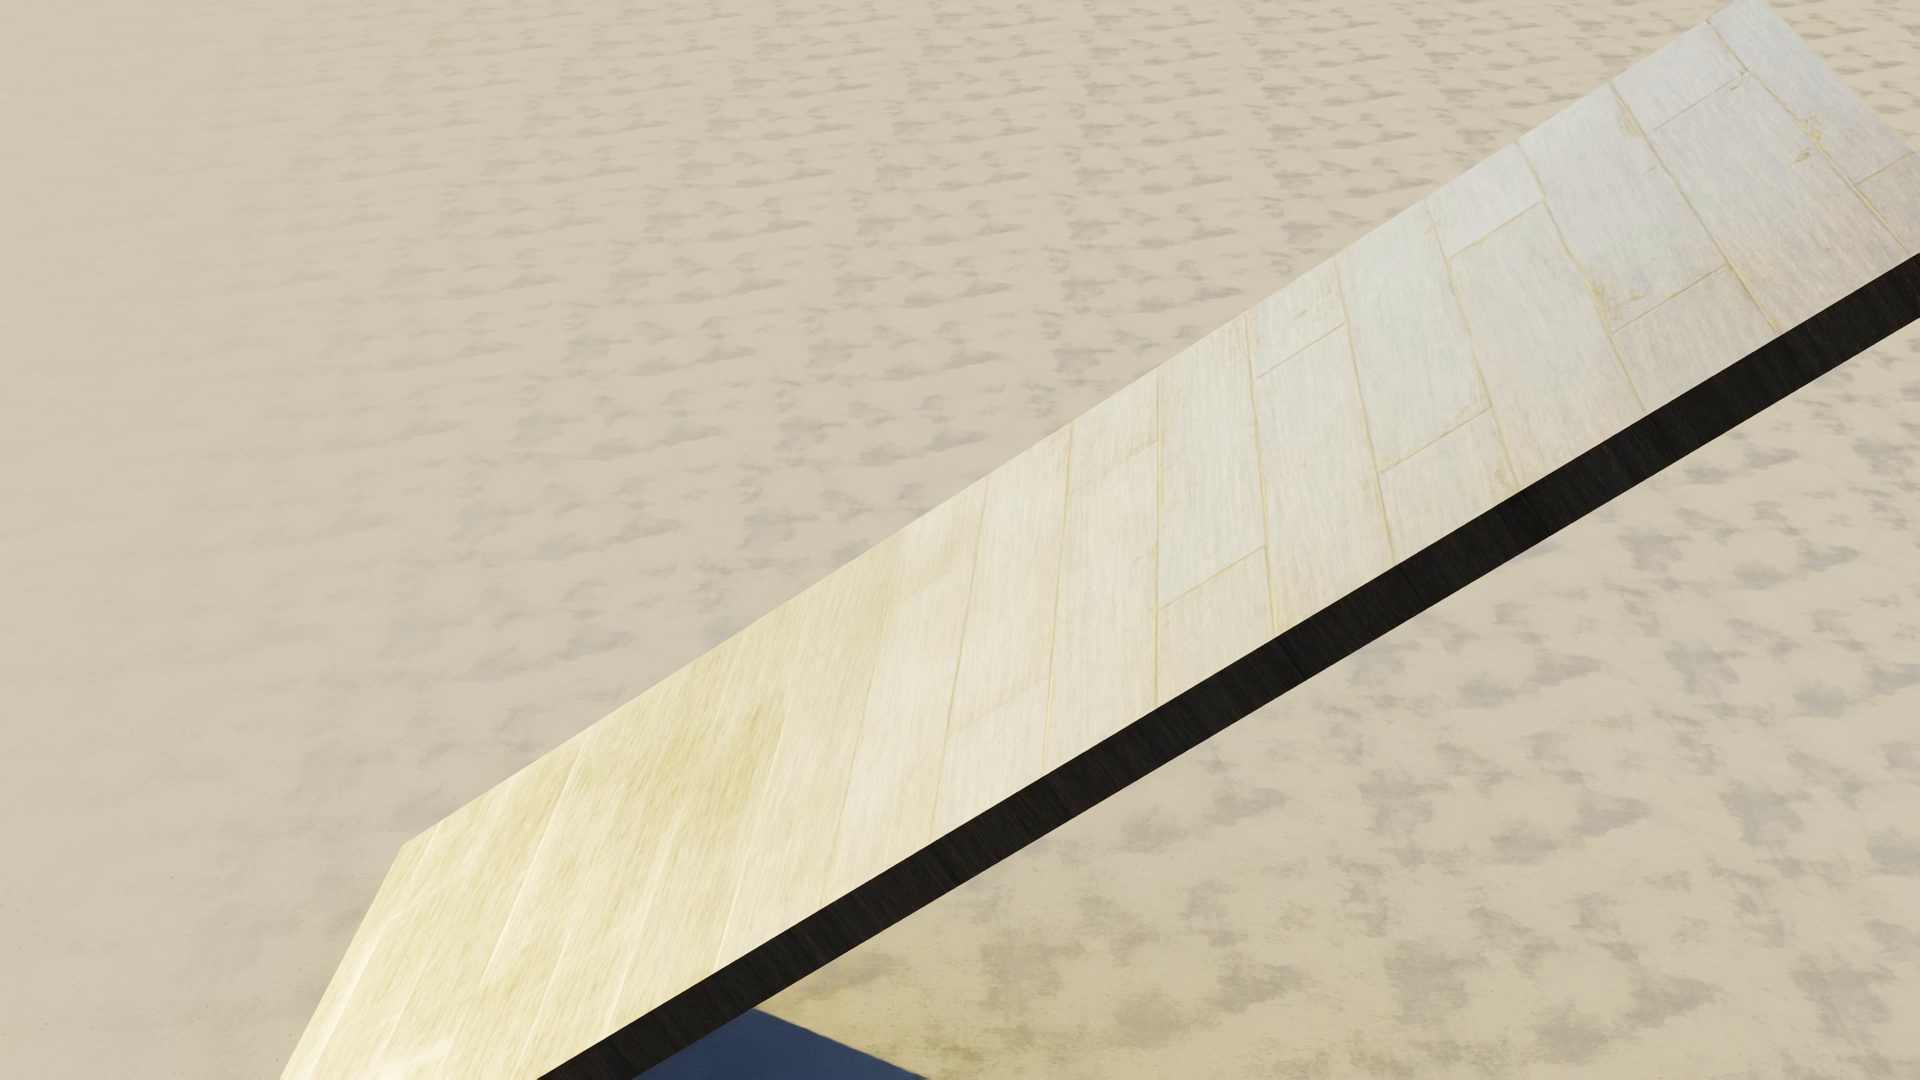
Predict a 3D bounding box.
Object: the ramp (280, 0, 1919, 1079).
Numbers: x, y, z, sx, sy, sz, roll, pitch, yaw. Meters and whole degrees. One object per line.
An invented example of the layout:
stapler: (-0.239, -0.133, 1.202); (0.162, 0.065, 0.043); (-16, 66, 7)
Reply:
ramp: (0.136, 0.173, 6.304); (4.000, 0.100, 2.000); (-32, 16, 15)
